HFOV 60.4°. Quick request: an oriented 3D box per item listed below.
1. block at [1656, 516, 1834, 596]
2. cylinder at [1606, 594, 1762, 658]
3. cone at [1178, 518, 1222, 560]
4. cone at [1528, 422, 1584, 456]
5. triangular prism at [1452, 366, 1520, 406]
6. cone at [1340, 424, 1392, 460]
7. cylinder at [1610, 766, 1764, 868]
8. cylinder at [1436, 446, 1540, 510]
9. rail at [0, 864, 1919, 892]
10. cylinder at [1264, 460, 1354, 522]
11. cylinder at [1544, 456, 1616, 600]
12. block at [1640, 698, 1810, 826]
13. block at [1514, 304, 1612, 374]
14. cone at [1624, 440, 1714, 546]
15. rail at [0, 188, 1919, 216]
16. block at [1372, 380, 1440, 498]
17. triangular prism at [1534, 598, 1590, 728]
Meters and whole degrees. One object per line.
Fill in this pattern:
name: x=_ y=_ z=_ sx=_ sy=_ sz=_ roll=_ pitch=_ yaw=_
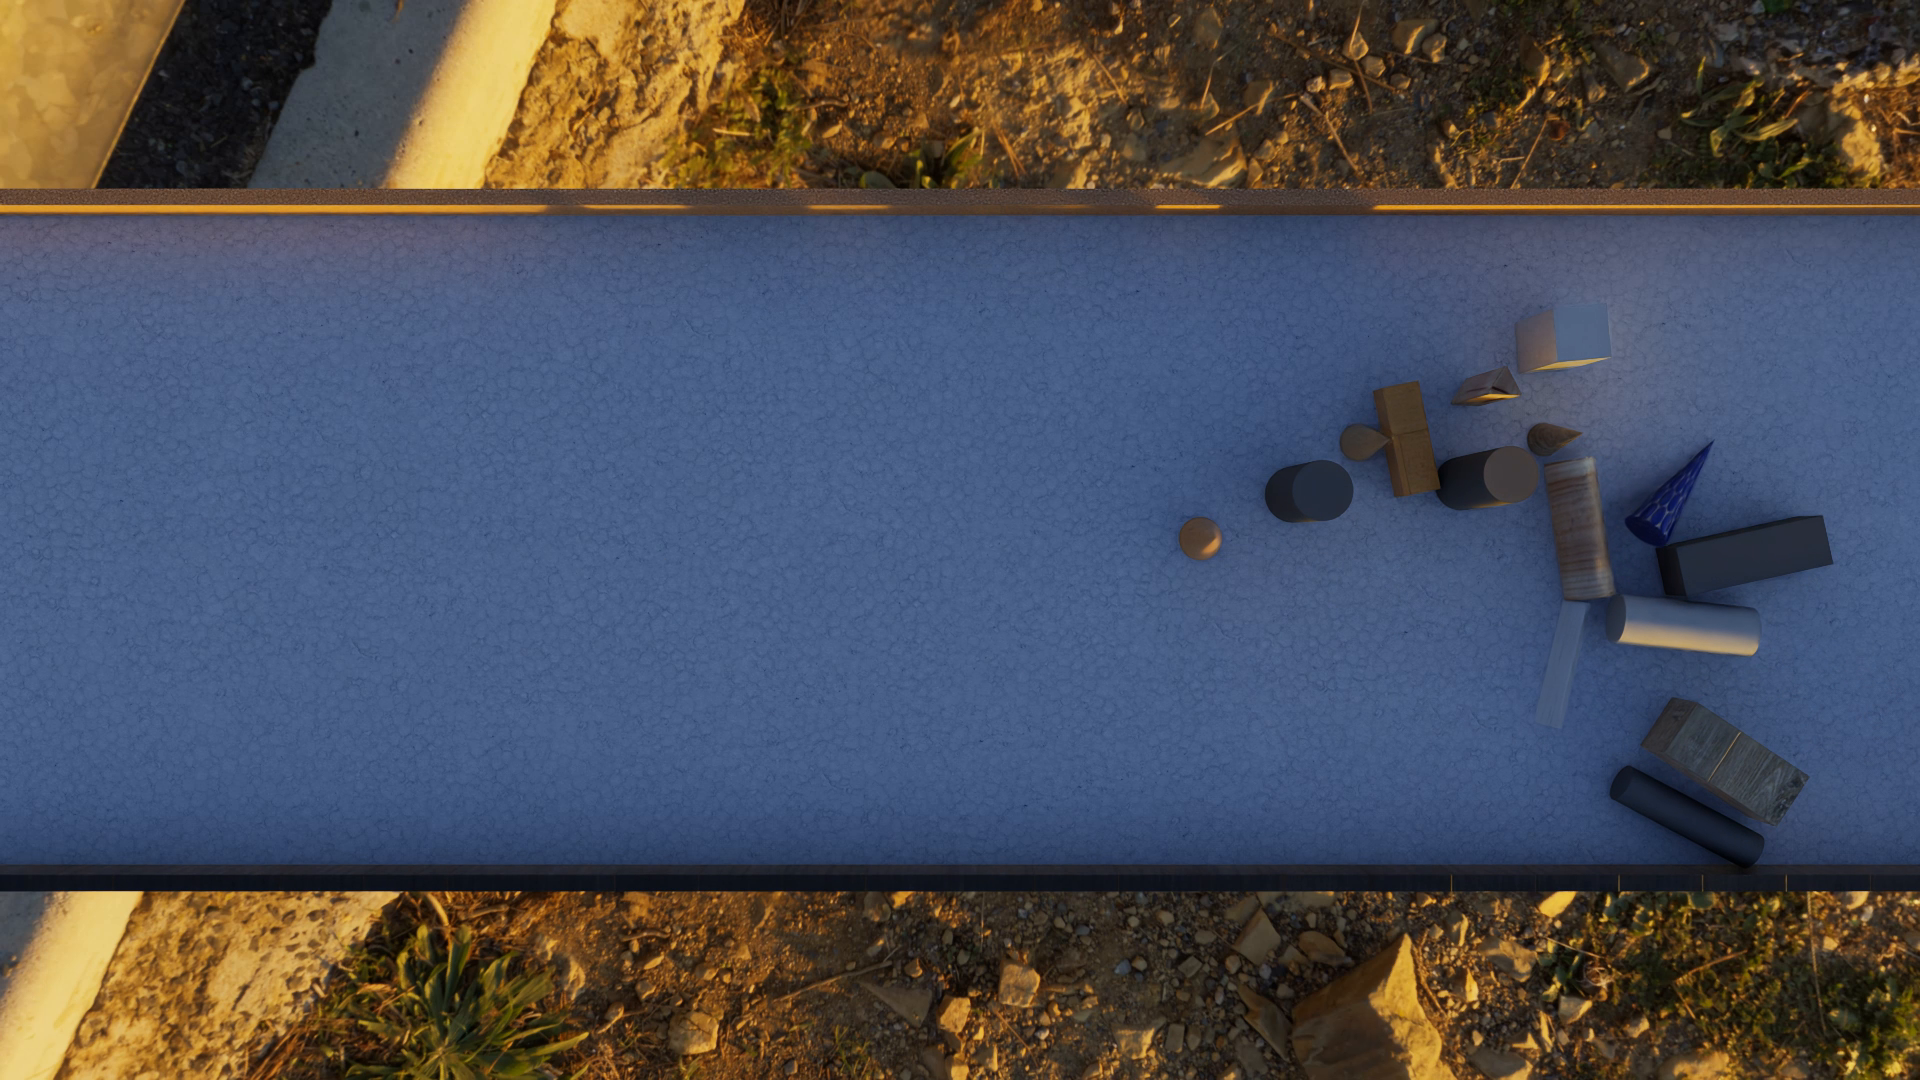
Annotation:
block: x=2.375 y=0.047 z=5.002 sx=0.449 sy=0.149 sz=0.149 roll=-12 pitch=90 yaw=0
cylinder: x=2.190 y=0.259 z=5.000 sx=0.408 sy=0.153 sz=0.153 roll=6 pitch=90 yaw=0
cone: x=0.740 y=-0.004 z=4.926 sx=0.133 sy=0.300 sz=0.133 roll=0 pitch=90 yaw=0
cone: x=1.797 y=-0.309 z=4.913 sx=0.104 sy=0.326 sz=0.104 roll=0 pitch=90 yaw=0
triangular prism: x=1.559 y=-0.457 z=4.894 sx=0.093 sy=0.365 sz=0.080 roll=2 pitch=90 yaw=0
cone: x=1.224 y=-0.294 z=4.871 sx=0.116 sy=0.406 sz=0.116 roll=0 pitch=92 yaw=1
cylinder: x=2.211 y=0.843 z=5.019 sx=0.449 sy=0.116 sz=0.116 roll=28 pitch=90 yaw=0
cylinder: x=1.555 y=-0.180 z=4.883 sx=0.164 sy=0.372 sz=0.164 roll=0 pitch=88 yaw=-5
rail: x=-2.247 y=1.025 z=5.001 sx=12.000 sy=0.150 sz=0.050 roll=0 pitch=90 yaw=0
cylinder: x=1.025 y=-0.140 z=4.868 sx=0.173 sy=0.418 sz=0.173 roll=0 pitch=90 yaw=0
cylinder: x=1.881 y=-0.034 z=5.004 sx=0.146 sy=0.146 sz=0.420 roll=-9 pitch=90 yaw=0
block: x=2.309 y=0.668 z=4.987 sx=0.398 sy=0.180 sz=0.180 roll=34 pitch=90 yaw=0
block: x=1.792 y=-0.597 z=4.913 sx=0.156 sy=0.328 sz=0.156 roll=-5 pitch=90 yaw=0
cone: x=2.203 y=-0.169 z=5.042 sx=0.140 sy=0.140 sz=0.381 roll=40 pitch=79 yaw=0
rail: x=-2.247 y=-1.025 z=5.002 sx=12.000 sy=0.150 sz=0.050 roll=0 pitch=90 yaw=0
block: x=1.359 y=-0.306 z=5.020 sx=0.112 sy=0.112 sz=0.333 roll=-12 pitch=90 yaw=0
triangular prism: x=1.853 y=0.380 z=5.037 sx=0.087 sy=0.075 sz=0.392 roll=14 pitch=90 yaw=0
